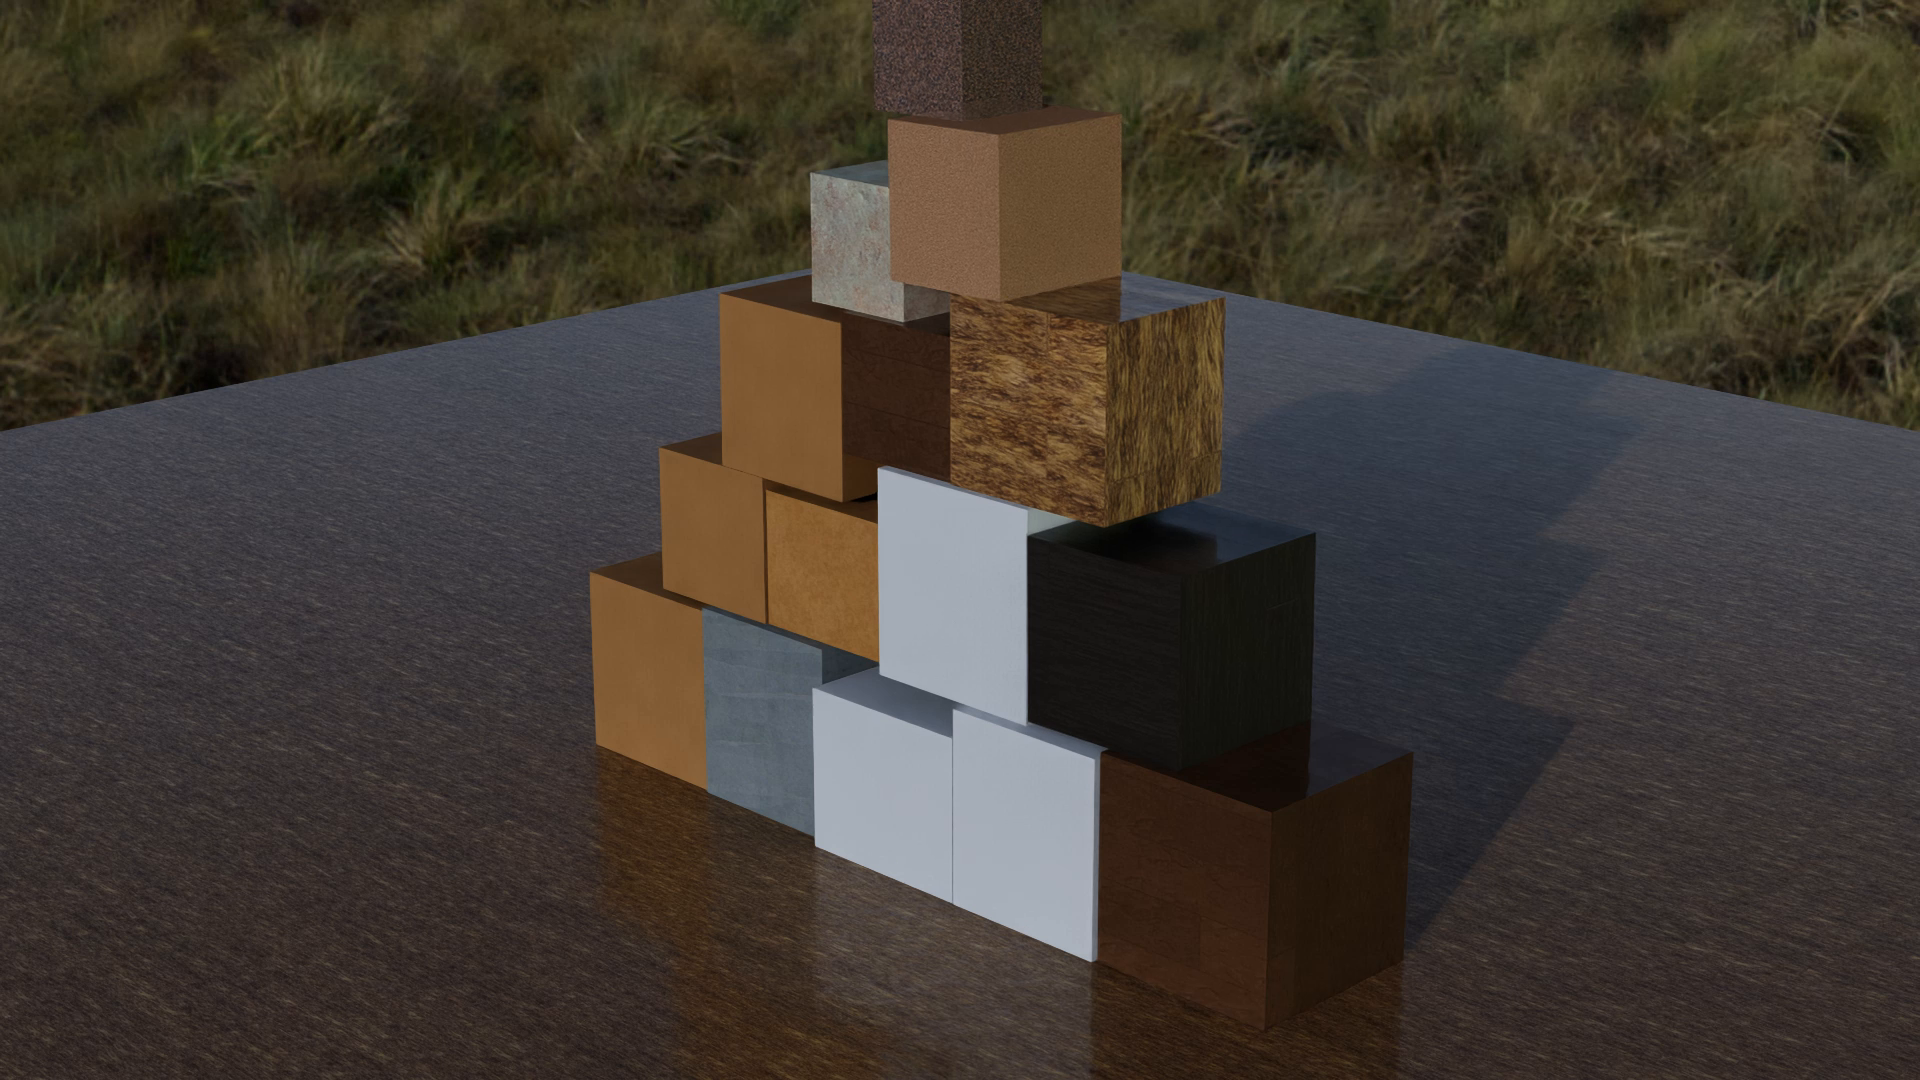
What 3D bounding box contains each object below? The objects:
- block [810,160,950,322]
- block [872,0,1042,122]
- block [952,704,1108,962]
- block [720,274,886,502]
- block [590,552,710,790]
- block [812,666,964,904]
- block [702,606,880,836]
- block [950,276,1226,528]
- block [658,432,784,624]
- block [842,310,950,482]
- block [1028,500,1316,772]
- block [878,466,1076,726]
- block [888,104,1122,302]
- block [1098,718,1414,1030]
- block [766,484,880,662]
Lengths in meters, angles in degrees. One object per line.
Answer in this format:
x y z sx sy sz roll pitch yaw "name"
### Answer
-0.236 -1.362 13.169 0.595 0.585 0.626 17 24 42 "block"
-0.011 -2.134 12.691 0.489 0.541 0.543 -17 23 -42 "block"
0.614 1.173 13.054 0.981 0.934 0.843 -17 24 -42 "block"
-0.570 -0.735 13.702 0.723 0.833 0.835 -17 24 -42 "block"
-1.276 0.613 14.844 0.775 0.930 0.891 -17 24 -42 "block"
-0.012 1.052 13.676 0.979 0.791 0.913 -17 24 -42 "block"
-0.640 0.783 14.257 0.848 0.958 0.853 -17 24 -42 "block"
0.540 -0.635 12.568 0.746 0.857 0.902 -17 24 -42 "block"
-0.939 -0.101 14.270 0.707 0.720 0.756 -17 24 -42 "block"
-0.020 -0.708 13.151 0.690 0.652 0.741 17 24 42 "block"
0.902 0.375 12.542 0.876 0.839 0.854 -17 23 -42 "block"
0.269 0.149 13.130 0.875 0.974 0.920 -17 24 -42 "block"
0.197 -1.476 12.651 0.756 0.701 0.662 -17 23 -42 "block"
1.247 1.348 12.449 0.936 0.963 0.923 -17 24 -42 "block"
-0.367 0.094 13.748 0.703 0.661 0.820 -17 24 -42 "block"
